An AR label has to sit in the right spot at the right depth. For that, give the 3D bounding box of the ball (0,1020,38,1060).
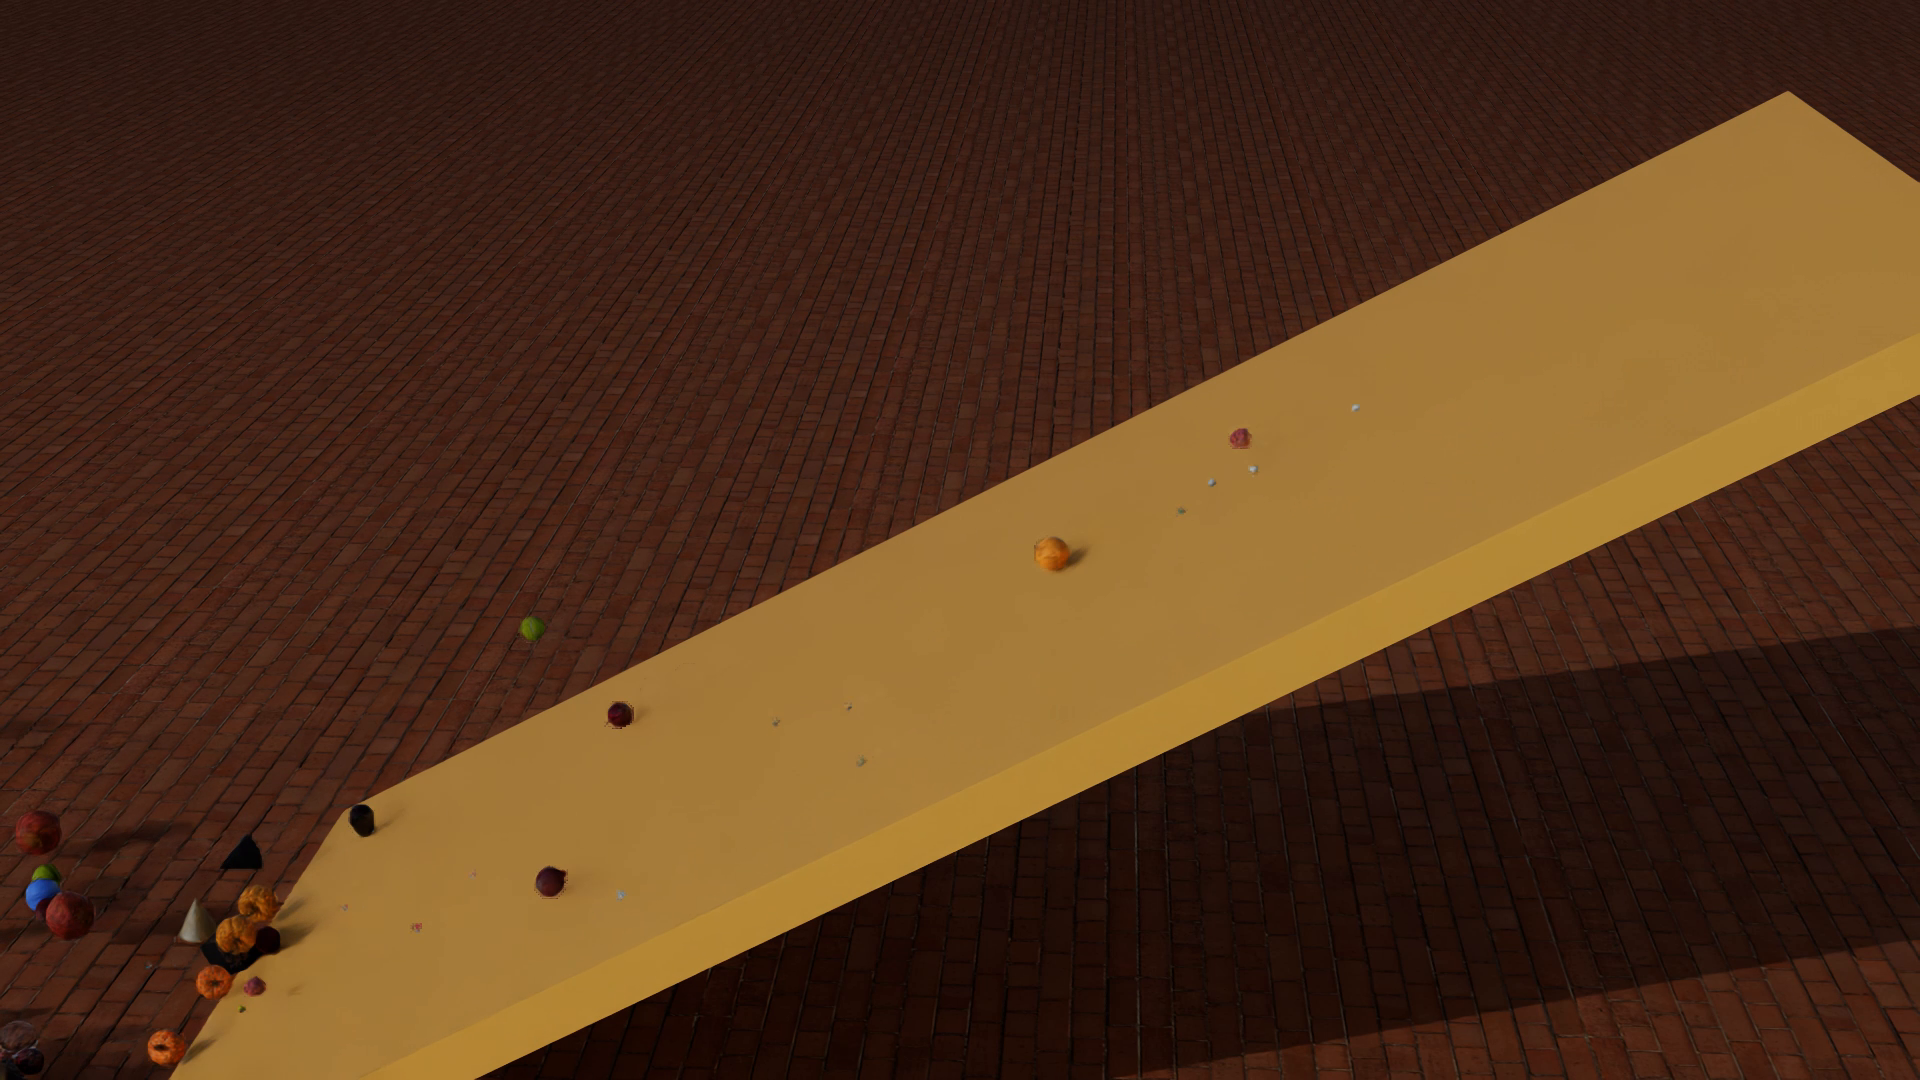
[{"bbox_3d":[-2.072,1.099,6.471,0.085,0.085,0.085,0,17,0],"label":"ball"}]

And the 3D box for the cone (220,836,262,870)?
[{"bbox_3d":[-1.767,0.782,7.175,0.093,0.093,0.093,-26,29,-36],"label":"cone"}]

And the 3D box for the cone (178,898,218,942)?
[{"bbox_3d":[-1.811,0.889,6.984,0.096,0.096,0.096,1,23,0],"label":"cone"}]

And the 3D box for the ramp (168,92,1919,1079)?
[{"bbox_3d":[0.141,0.167,6.281,4.000,0.100,2.000,-26,14,11],"label":"ramp"}]

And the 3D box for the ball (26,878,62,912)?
[{"bbox_3d":[-2.244,0.870,7.201,0.085,0.085,0.085,0,17,0],"label":"ball"}]

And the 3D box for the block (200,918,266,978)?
[{"bbox_3d":[-1.661,0.933,6.723,0.087,0.087,0.087,-21,16,30],"label":"block"}]

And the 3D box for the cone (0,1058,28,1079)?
[{"bbox_3d":[-2.022,1.160,6.308,0.079,0.079,0.079,15,21,14],"label":"cone"}]
